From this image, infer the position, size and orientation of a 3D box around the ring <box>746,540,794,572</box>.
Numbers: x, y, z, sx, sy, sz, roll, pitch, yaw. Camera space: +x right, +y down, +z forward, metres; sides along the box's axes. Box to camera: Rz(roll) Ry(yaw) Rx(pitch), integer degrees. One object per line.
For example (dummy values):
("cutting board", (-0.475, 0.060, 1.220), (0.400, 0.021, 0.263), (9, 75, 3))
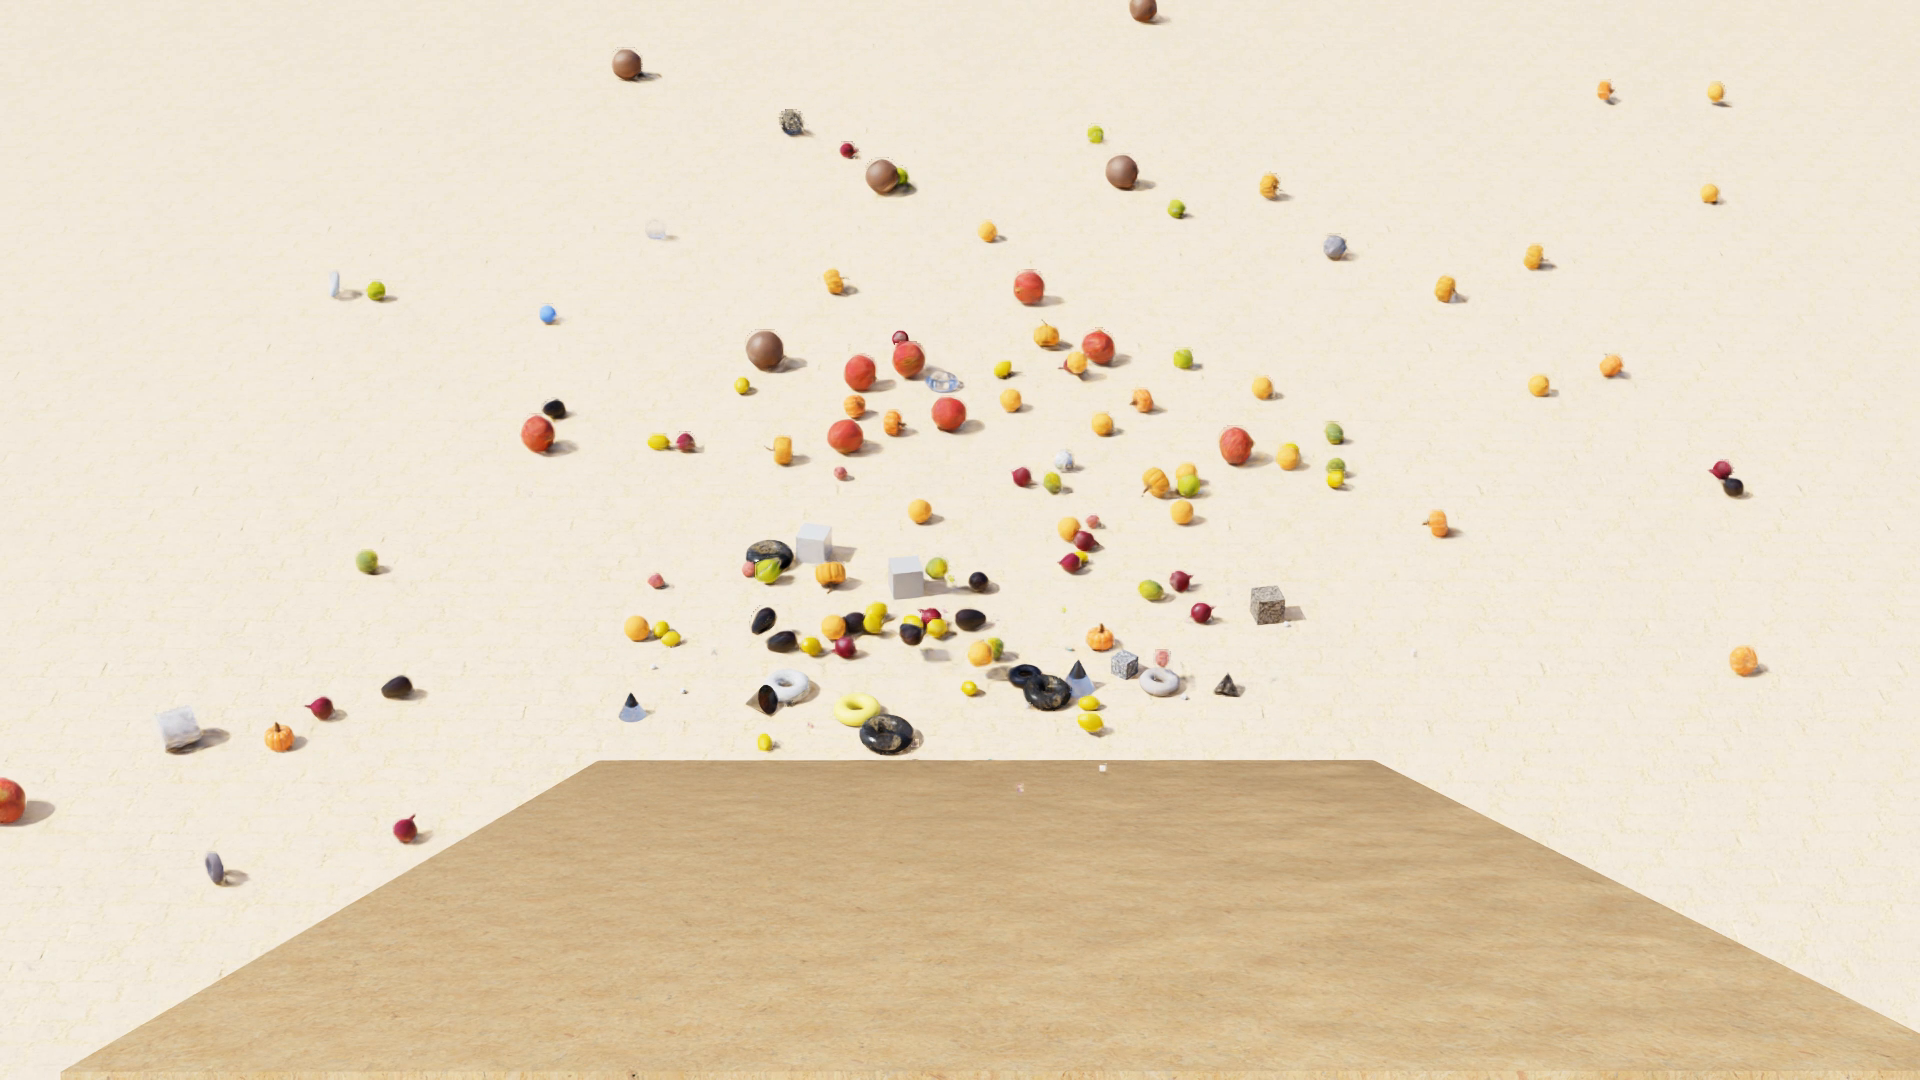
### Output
("ring", (-0.565, 0.048, 7.674), (0.143, 0.048, 0.143), (1, 32, 0))

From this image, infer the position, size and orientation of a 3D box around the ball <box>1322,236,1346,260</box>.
("ball", (1.379, -1.078, 9.531), (0.088, 0.088, 0.088), (0, 31, 0))

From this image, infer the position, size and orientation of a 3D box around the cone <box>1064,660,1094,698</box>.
("cone", (0.323, 0.365, 7.092), (0.097, 0.097, 0.097), (0, 31, 0))

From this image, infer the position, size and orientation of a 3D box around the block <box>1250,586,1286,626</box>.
("block", (0.880, 0.187, 7.409), (0.079, 0.079, 0.079), (-5, 31, -9))

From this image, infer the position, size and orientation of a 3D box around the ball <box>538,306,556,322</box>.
("ball", (-1.446, -0.793, 9.075), (0.062, 0.062, 0.062), (0, 31, 0))

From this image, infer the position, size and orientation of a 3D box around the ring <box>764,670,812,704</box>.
("ring", (-0.473, 0.400, 7.086), (0.131, 0.044, 0.131), (-1, 32, 0))

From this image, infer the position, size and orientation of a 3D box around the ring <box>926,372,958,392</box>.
("ring", (-0.060, -0.529, 8.657), (0.111, 0.037, 0.111), (1, 32, 0))

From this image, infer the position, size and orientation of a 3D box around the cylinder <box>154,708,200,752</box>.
("cylinder", (-2.076, 0.501, 6.864), (0.094, 0.094, 0.094), (-17, 35, -26))

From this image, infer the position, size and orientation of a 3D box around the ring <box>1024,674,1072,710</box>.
("ring", (0.238, 0.415, 7.055), (0.131, 0.044, 0.131), (3, 36, -2))

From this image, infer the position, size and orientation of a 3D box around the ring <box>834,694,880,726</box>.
("ring", (-0.279, 0.457, 6.990), (0.127, 0.042, 0.127), (-1, 30, 1))

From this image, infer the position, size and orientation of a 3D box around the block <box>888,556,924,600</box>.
("block", (-0.157, 0.110, 7.529), (0.090, 0.090, 0.090), (-5, 31, -9))

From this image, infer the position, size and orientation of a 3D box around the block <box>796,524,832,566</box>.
("block", (-0.434, 0.012, 7.695), (0.086, 0.086, 0.086), (7, 31, 11))

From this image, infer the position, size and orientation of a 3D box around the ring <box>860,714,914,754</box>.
("ring", (-0.195, 0.516, 6.885), (0.147, 0.049, 0.147), (1, 31, -1))

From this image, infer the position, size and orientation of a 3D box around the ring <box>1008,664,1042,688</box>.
("ring", (0.181, 0.376, 7.136), (0.098, 0.033, 0.098), (-1, 32, 0))

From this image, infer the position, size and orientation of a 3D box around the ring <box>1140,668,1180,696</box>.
("ring", (0.548, 0.389, 7.109), (0.112, 0.037, 0.112), (1, 30, -1))

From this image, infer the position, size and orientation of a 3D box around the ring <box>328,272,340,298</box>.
("ring", (-2.234, -0.911, 9.244), (0.031, 0.094, 0.094), (-1, 29, -22))

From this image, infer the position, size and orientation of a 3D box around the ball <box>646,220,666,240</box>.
("ball", (-1.137, -1.159, 9.679), (0.075, 0.075, 0.075), (0, 31, 0))

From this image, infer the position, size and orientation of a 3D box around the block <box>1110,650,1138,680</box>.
("block", (0.456, 0.345, 7.166), (0.054, 0.054, 0.054), (24, 38, 35))

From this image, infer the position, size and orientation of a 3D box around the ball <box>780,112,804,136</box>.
("ball", (-0.688, -1.702, 10.574), (0.096, 0.096, 0.096), (0, 31, 0))

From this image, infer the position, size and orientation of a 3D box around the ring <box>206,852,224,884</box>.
("ring", (-1.832, 0.807, 6.366), (0.026, 0.078, 0.078), (-14, 33, -32))

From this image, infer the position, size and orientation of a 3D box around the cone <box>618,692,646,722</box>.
("cone", (-0.886, 0.440, 6.985), (0.076, 0.076, 0.076), (0, 31, 0))

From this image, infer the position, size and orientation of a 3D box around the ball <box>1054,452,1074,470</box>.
("ball", (0.327, -0.249, 8.159), (0.063, 0.063, 0.063), (0, 31, 0))

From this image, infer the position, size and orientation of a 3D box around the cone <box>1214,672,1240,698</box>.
("cone", (0.741, 0.410, 7.080), (0.069, 0.069, 0.069), (38, 41, 9))

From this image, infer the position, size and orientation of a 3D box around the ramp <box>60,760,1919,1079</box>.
("ramp", (0.068, 0.608, 4.677), (2.000, 0.100, 4.000), (0, 0, 0))
